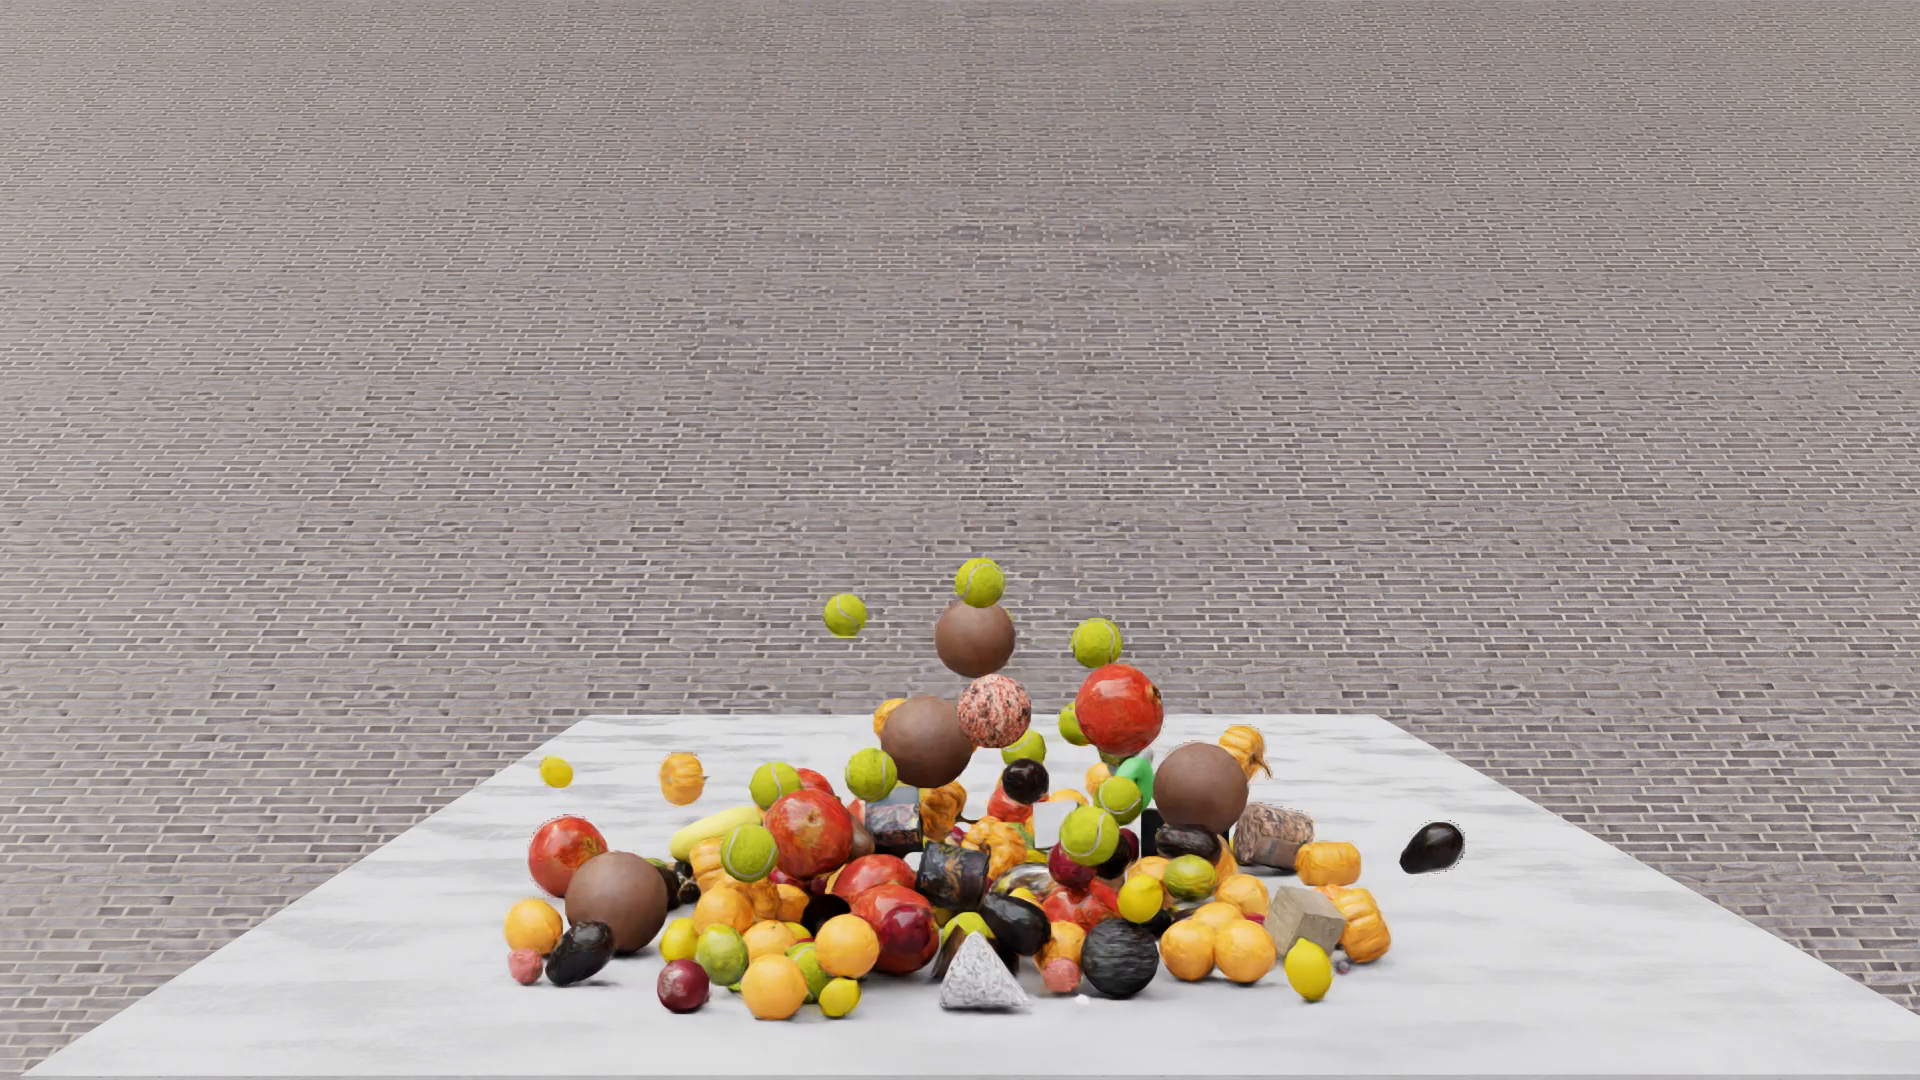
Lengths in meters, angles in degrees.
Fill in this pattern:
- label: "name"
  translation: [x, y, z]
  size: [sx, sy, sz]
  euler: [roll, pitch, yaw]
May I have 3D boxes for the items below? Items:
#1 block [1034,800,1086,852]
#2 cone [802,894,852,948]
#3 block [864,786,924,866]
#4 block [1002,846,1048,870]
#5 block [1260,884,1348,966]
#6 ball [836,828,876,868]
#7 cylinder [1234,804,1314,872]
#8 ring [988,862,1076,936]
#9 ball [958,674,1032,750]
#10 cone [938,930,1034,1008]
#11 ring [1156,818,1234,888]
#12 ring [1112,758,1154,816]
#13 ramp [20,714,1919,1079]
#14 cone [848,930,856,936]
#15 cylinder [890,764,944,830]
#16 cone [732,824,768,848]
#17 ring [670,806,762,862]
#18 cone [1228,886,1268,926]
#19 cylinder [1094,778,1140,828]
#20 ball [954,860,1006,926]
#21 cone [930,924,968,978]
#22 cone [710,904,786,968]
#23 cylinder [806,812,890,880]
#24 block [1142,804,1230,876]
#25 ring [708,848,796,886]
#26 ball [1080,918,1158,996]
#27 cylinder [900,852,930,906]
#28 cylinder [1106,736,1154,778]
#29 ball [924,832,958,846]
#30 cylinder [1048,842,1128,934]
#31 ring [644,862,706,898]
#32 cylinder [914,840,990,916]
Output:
- label: "block"
  translation: [0.133, 0.379, 3.422]
  size: [0.059, 0.059, 0.059]
  euler: [-4, -12, 12]
- label: "cone"
  translation: [-0.176, 0.473, 3.212]
  size: [0.066, 0.066, 0.066]
  euler: [-12, -1, -22]
- label: "block"
  translation: [-0.089, 0.387, 3.494]
  size: [0.073, 0.073, 0.073]
  euler: [-5, 47, 1]
- label: "block"
  translation: [0.107, 0.466, 3.558]
  size: [0.073, 0.073, 0.073]
  euler: [1, -15, 37]
- label: "block"
  translation: [0.417, 0.468, 3.136]
  size: [0.065, 0.065, 0.065]
  euler: [13, 18, -26]
- label: "ball"
  translation: [-0.134, 0.395, 3.307]
  size: [0.051, 0.051, 0.051]
  euler: [0, 26, 0]
- label: "cylinder"
  translation: [0.473, 0.449, 3.890]
  size: [0.090, 0.090, 0.090]
  euler: [13, 22, -18]
- label: "ring"
  translation: [0.090, 0.447, 3.220]
  size: [0.114, 0.038, 0.114]
  euler: [-8, 36, 6]
- label: "ball"
  translation: [0.044, 0.219, 3.292]
  size: [0.095, 0.095, 0.095]
  euler: [0, 26, 0]
- label: "cone"
  translation: [0.042, 0.500, 2.880]
  size: [0.096, 0.096, 0.096]
  euler: [24, 33, 19]
- label: "ring"
  translation: [0.345, 0.458, 3.774]
  size: [0.125, 0.042, 0.125]
  euler: [21, 33, -14]
- label: "ring"
  translation: [0.250, 0.356, 3.716]
  size: [0.029, 0.087, 0.087]
  euler: [9, 26, 38]
- label: "ramp"
  translation: [0.060, 0.539, 4.575]
  size: [2.000, 0.100, 4.000]
  euler: [0, 1, 0]
- label: "cone"
  translation: [-0.162, 0.491, 3.386]
  size: [0.051, 0.051, 0.051]
  euler: [0, 1, 0]
- label: "cylinder"
  translation: [-0.079, 0.435, 4.342]
  size: [0.085, 0.085, 0.085]
  euler: [8, 51, -11]
- label: "cone"
  translation: [-0.307, 0.484, 3.879]
  size: [0.092, 0.092, 0.092]
  euler: [-16, 37, -29]
- label: "ring"
  translation: [-0.342, 0.412, 3.611]
  size: [0.137, 0.046, 0.137]
  euler: [-22, -8, -3]
- label: "cone"
  translation: [0.374, 0.472, 3.235]
  size: [0.054, 0.054, 0.054]
  euler: [43, 39, 9]
- label: "cylinder"
  translation: [0.246, 0.411, 4.018]
  size: [0.066, 0.066, 0.066]
  euler: [6, -16, 12]
- label: "ball"
  translation: [0.030, 0.471, 3.440]
  size: [0.088, 0.088, 0.088]
  euler: [0, 26, 0]
- label: "cone"
  translation: [0.014, 0.505, 3.068]
  size: [0.072, 0.072, 0.072]
  euler: [28, 28, -3]
- label: "cone"
  translation: [-0.248, 0.502, 3.176]
  size: [0.084, 0.084, 0.084]
  euler: [29, 16, -25]
- label: "cylinder"
  translation: [-0.165, 0.458, 3.865]
  size: [0.094, 0.094, 0.094]
  euler: [-2, 20, -45]
- label: "block"
  translation: [0.342, 0.457, 3.921]
  size: [0.094, 0.094, 0.094]
  euler: [-1, 2, -37]
- label: "ring"
  translation: [-0.302, 0.475, 3.741]
  size: [0.128, 0.043, 0.128]
  euler: [0, -17, 0]
- label: "ball"
  translation: [0.184, 0.480, 2.970]
  size: [0.090, 0.090, 0.090]
  euler: [0, 26, 0]
- label: "cylinder"
  translation: [-0.054, 0.447, 3.401]
  size: [0.052, 0.052, 0.052]
  euler: [11, 24, -5]
- label: "cylinder"
  translation: [0.279, 0.362, 4.228]
  size: [0.057, 0.057, 0.057]
  euler: [17, 44, 30]
- label: "ball"
  translation: [-0.035, 0.468, 3.790]
  size: [0.077, 0.077, 0.077]
  euler: [0, 26, 0]
- label: "cylinder"
  translation: [0.166, 0.453, 3.349]
  size: [0.099, 0.099, 0.099]
  euler: [-2, 71, -3]
- label: "ring"
  translation: [-0.410, 0.489, 3.714]
  size: [0.093, 0.031, 0.093]
  euler: [10, 9, -2]
- label: "cylinder"
  translation: [-0.010, 0.419, 3.202]
  size: [0.078, 0.078, 0.078]
  euler: [11, 28, 7]
